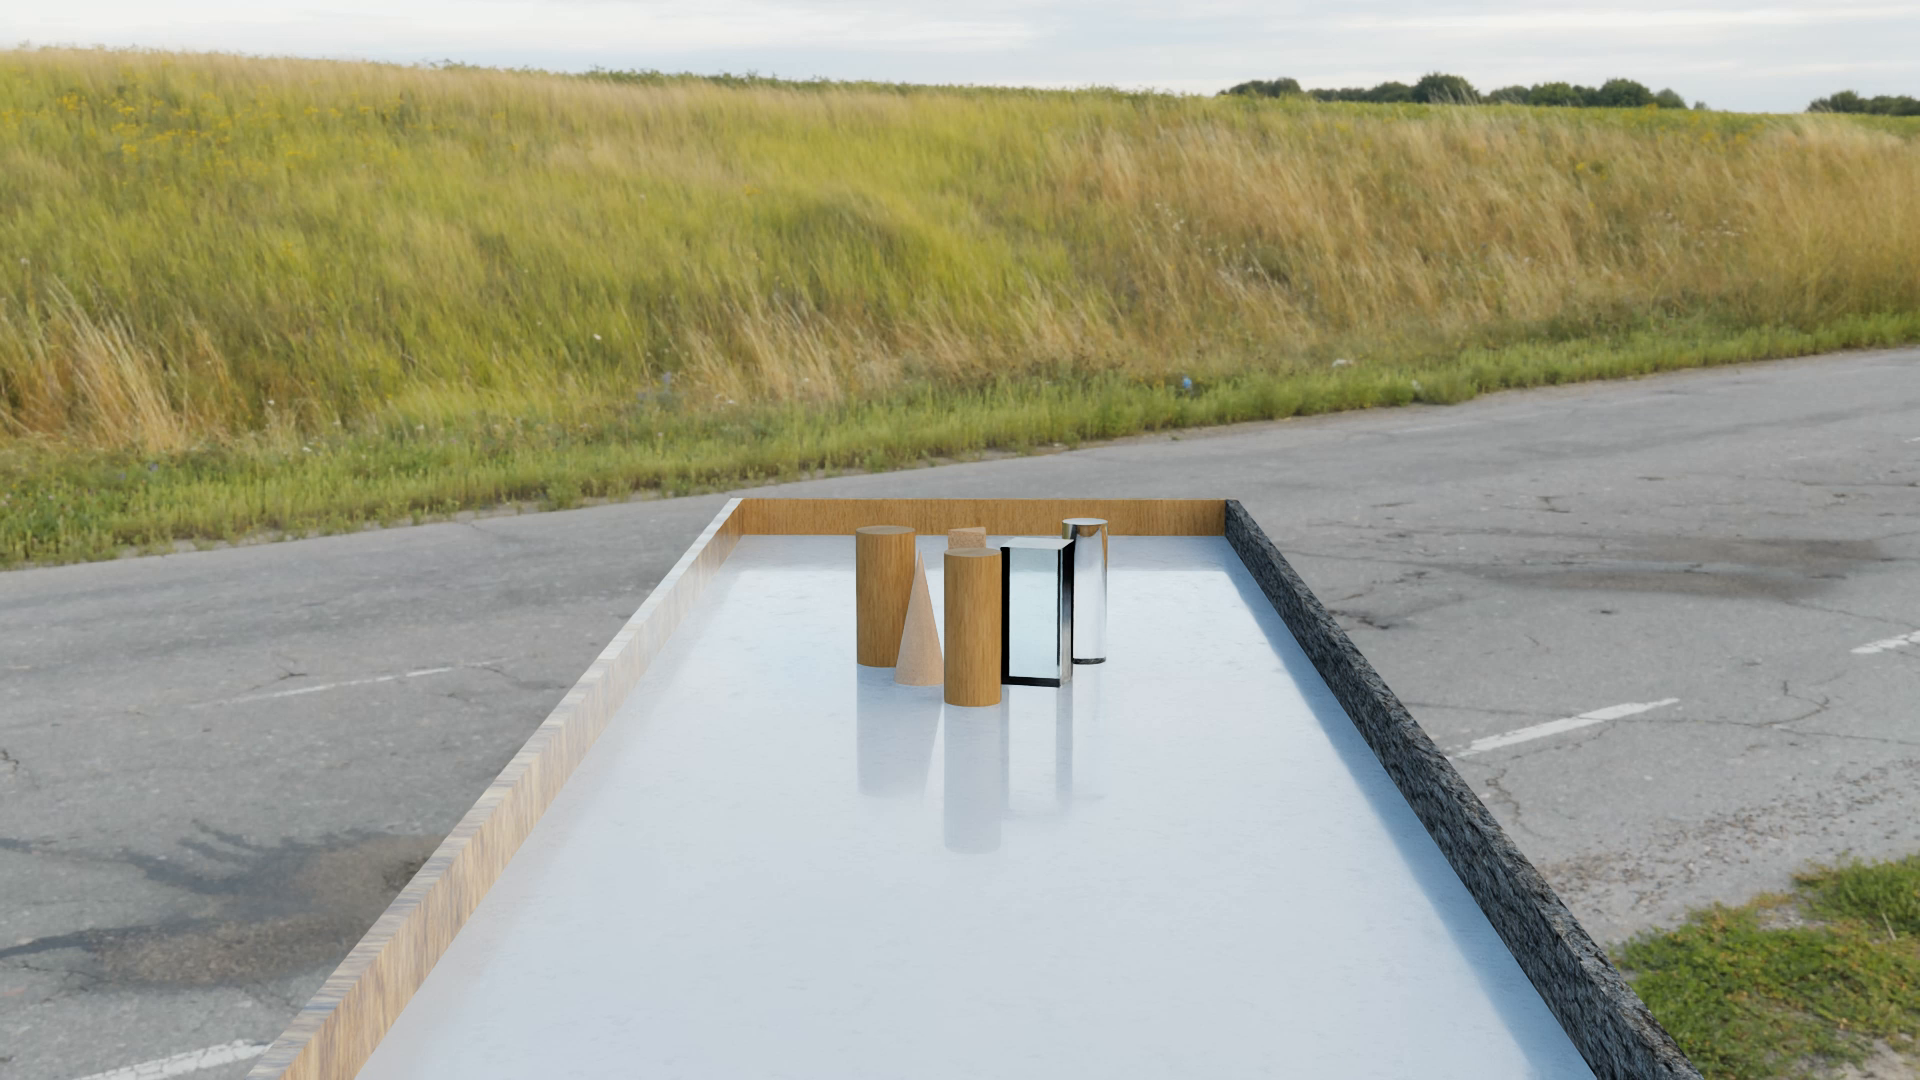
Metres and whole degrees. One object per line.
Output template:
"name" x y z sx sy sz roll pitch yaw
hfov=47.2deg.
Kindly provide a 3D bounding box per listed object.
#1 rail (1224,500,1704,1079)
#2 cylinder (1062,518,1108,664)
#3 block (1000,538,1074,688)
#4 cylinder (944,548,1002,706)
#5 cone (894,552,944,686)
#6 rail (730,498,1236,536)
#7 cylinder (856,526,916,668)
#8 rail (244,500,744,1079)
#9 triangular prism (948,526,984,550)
"rail" 1.046 0.843 3.208 0.050 0.150 12.000 0 9 1
"cylinder" 0.377 0.155 6.668 0.137 0.427 0.137 0 9 0
"block" 0.225 0.209 6.402 0.179 0.404 0.179 2 9 15
"cylinder" 0.035 0.242 6.138 0.161 0.421 0.161 0 9 0
"cone" -0.116 0.216 6.398 0.158 0.391 0.158 0 9 0
"rail" 0.099 -0.098 9.147 2.100 0.150 0.050 0 9 1
"cylinder" -0.224 0.169 6.654 0.180 0.404 0.180 0 9 0
"rail" -1.004 0.839 3.234 0.050 0.150 12.000 0 9 1
"triangular prism" 0.047 0.163 6.714 0.129 0.397 0.111 5 10 29
